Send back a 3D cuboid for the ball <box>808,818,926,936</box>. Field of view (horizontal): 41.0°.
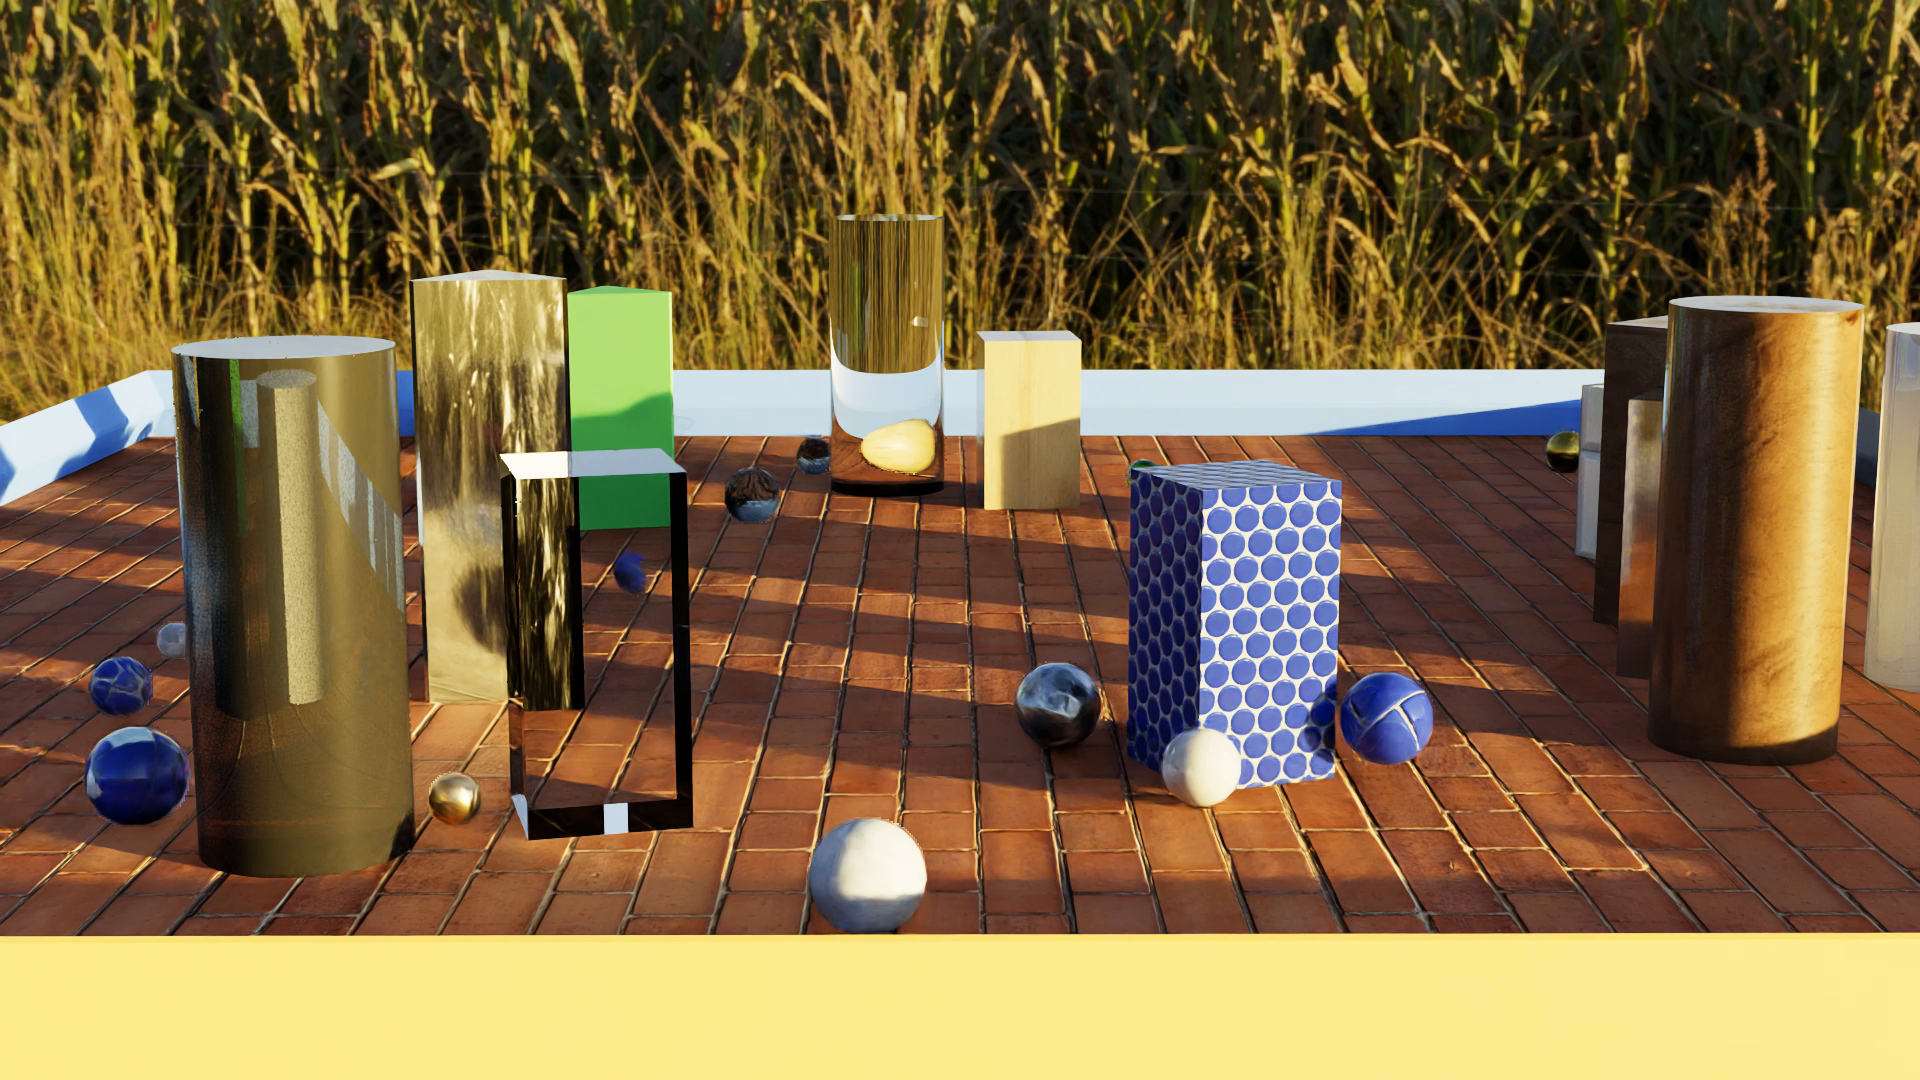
[{"bbox_3d":[-0.078,0.286,2.172,0.099,0.099,0.099,0,10,0],"label":"ball"}]

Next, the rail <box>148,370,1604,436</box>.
[{"bbox_3d":[-0.010,-0.269,5.081,3.208,0.129,0.045,0,10,0],"label":"rail"}]

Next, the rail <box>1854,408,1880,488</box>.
[{"bbox_3d":[1.580,0.032,3.458,0.045,0.129,3.368,0,10,0],"label":"rail"}]

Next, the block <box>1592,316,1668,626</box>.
[{"bbox_3d":[0.952,-0.086,3.366,0.159,0.396,0.159,10,15,44],"label":"block"}]

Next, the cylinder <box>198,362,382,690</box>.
[{"bbox_3d":[-0.805,-0.020,3.091,0.199,0.366,0.199,0,10,0],"label":"cylinder"}]

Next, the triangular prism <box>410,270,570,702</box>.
[{"bbox_3d":[-0.545,-0.067,3.013,0.172,0.488,0.149,-2,11,-9],"label":"triangular prism"}]

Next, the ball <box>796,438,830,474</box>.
[{"bbox_3d":[-0.262,-0.151,4.623,0.067,0.067,0.067,0,10,0],"label":"ball"}]

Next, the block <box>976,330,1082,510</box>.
[{"bbox_3d":[0.114,-0.204,4.322,0.159,0.280,0.159,-1,11,-4],"label":"block"}]

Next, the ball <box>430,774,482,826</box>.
[{"bbox_3d":[-0.489,0.252,2.491,0.050,0.050,0.050,0,10,0],"label":"ball"}]

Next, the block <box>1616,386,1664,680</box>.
[{"bbox_3d":[0.900,-0.007,3.100,0.159,0.337,0.159,6,12,28],"label":"block"}]

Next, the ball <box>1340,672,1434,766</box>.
[{"bbox_3d":[0.438,0.184,2.638,0.096,0.096,0.096,0,10,0],"label":"ball"}]

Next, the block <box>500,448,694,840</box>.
[{"bbox_3d":[-0.356,0.097,2.507,0.159,0.349,0.159,-3,11,-15],"label":"block"}]

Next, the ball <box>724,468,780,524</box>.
[{"bbox_3d":[-0.335,-0.072,4.129,0.090,0.090,0.090,0,10,0],"label":"ball"}]

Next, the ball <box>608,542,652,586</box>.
[{"bbox_3d":[-0.468,0.035,3.633,0.062,0.062,0.062,0,10,0],"label":"ball"}]

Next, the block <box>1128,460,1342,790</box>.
[{"bbox_3d":[0.283,0.086,2.671,0.159,0.311,0.159,-4,11,-23],"label":"block"}]

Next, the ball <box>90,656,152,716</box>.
[{"bbox_3d":[-0.952,0.166,2.909,0.067,0.067,0.067,0,10,0],"label":"ball"}]

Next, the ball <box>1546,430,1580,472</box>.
[{"bbox_3d":[1.100,-0.160,4.647,0.076,0.076,0.076,0,10,0],"label":"ball"}]

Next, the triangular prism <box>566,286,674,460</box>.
[{"bbox_3d":[-0.565,-0.224,4.189,0.172,0.369,0.149,-3,11,-14],"label":"triangular prism"}]

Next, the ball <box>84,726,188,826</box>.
[{"bbox_3d":[-0.799,0.229,2.489,0.096,0.096,0.096,0,10,0],"label":"ball"}]

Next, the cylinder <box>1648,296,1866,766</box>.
[{"bbox_3d":[0.852,-0.015,2.756,0.199,0.478,0.199,0,10,0],"label":"cylinder"}]

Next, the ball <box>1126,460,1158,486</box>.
[{"bbox_3d":[0.316,-0.108,4.403,0.061,0.061,0.061,0,10,0],"label":"ball"}]

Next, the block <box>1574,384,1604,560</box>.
[{"bbox_3d":[1.036,-0.100,3.820,0.159,0.258,0.159,-6,12,-31],"label":"block"}]

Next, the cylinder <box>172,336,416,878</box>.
[{"bbox_3d":[-0.616,0.056,2.383,0.199,0.473,0.199,0,10,0],"label":"cylinder"}]

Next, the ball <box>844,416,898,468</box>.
[{"bbox_3d":[-0.161,-0.179,4.688,0.098,0.098,0.098,0,10,0],"label":"ball"}]

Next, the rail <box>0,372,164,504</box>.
[{"bbox_3d":[-1.580,0.035,3.440,0.045,0.129,3.368,0,10,0],"label":"rail"}]

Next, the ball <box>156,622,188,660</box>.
[{"bbox_3d":[-0.973,0.125,3.186,0.046,0.046,0.046,0,10,0],"label":"ball"}]

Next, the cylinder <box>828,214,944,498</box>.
[{"bbox_3d":[-0.126,-0.322,4.441,0.199,0.469,0.199,0,10,0],"label":"cylinder"}]

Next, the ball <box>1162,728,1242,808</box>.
[{"bbox_3d":[0.240,0.226,2.551,0.079,0.079,0.079,0,10,0],"label":"ball"}]

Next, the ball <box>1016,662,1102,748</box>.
[{"bbox_3d":[0.106,0.178,2.768,0.093,0.093,0.093,0,10,0],"label":"ball"}]

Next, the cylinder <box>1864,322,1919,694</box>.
[{"bbox_3d":[1.193,-0.040,3.050,0.199,0.420,0.199,0,10,0],"label":"cylinder"}]

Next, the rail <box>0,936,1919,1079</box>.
[{"bbox_3d":[0.010,0.335,1.816,3.208,0.129,0.045,0,10,0],"label":"rail"}]
